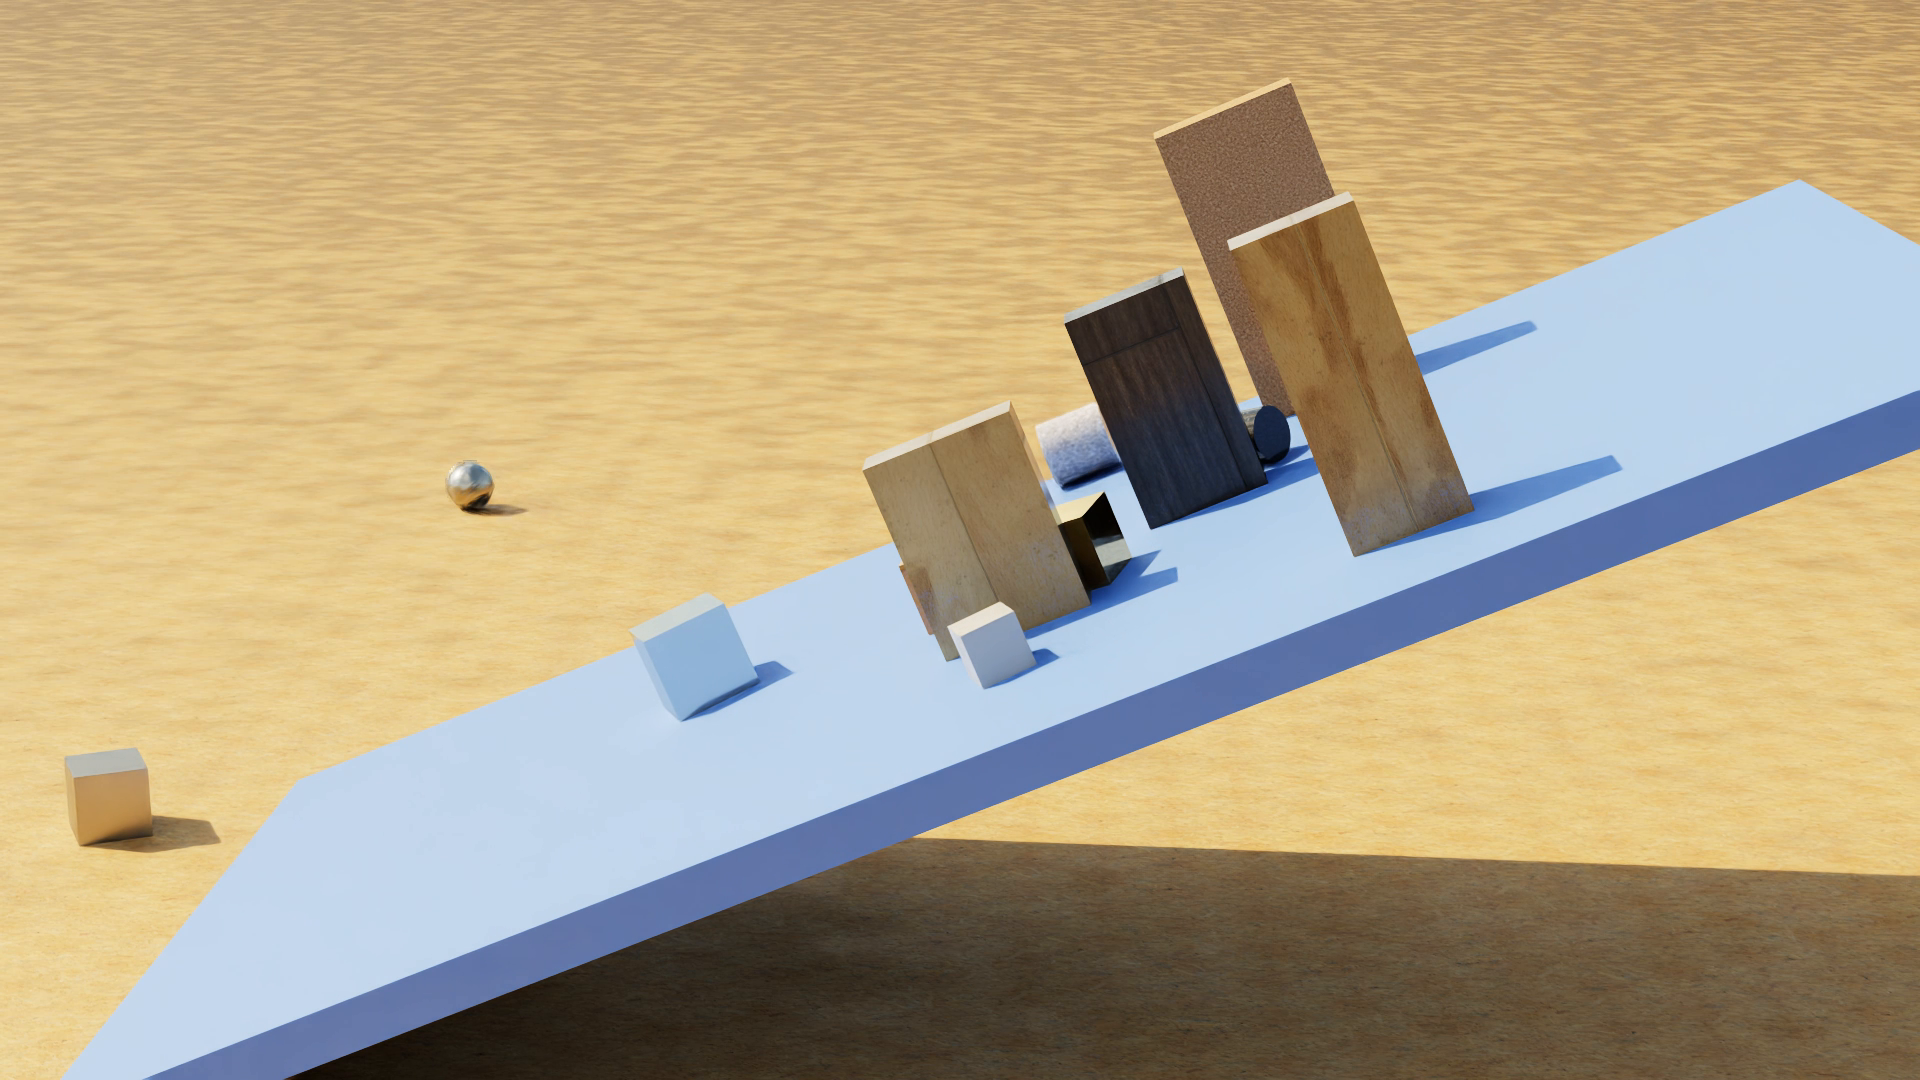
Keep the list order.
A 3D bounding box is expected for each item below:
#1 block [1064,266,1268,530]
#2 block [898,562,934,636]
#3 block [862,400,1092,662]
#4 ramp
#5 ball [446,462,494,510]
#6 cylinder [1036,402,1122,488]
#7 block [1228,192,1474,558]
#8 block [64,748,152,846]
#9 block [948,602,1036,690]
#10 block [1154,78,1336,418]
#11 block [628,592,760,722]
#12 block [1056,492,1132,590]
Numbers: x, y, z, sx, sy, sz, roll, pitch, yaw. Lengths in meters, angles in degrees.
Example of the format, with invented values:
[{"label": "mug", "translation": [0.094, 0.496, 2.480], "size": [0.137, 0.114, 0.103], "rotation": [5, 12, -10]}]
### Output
[{"label": "block", "translation": [0.444, -0.305, 6.334], "size": [0.272, 0.489, 0.118], "rotation": [-22, 12, 8]}, {"label": "block", "translation": [-0.010, 0.078, 6.311], "size": [0.165, 0.165, 0.165], "rotation": [-20, 13, 15]}, {"label": "block", "translation": [0.037, -0.018, 5.996], "size": [0.320, 0.434, 0.112], "rotation": [-22, 12, 8]}, {"label": "ramp", "translation": [0.128, 0.172, 6.287], "size": [4.000, 0.100, 2.000], "rotation": [-22, 12, 8]}, {"label": "ball", "translation": [-1.781, -0.196, 10.701], "size": [0.170, 0.170, 0.170], "rotation": [0, 14, 0]}, {"label": "cylinder", "translation": [0.287, -0.230, 7.078], "size": [0.160, 0.160, 0.160], "rotation": [-22, 12, 9]}, {"label": "block", "translation": [0.730, -0.308, 5.495], "size": [0.241, 0.628, 0.122], "rotation": [-22, 12, 8]}, {"label": "block", "translation": [-2.143, 0.645, 7.401], "size": [0.180, 0.180, 0.180], "rotation": [-6, 16, -23]}, {"label": "block", "translation": [0.063, 0.206, 5.754], "size": [0.116, 0.116, 0.116], "rotation": [-25, 12, -8]}, {"label": "block", "translation": [0.736, -0.666, 6.792], "size": [0.331, 0.715, 0.124], "rotation": [-22, 12, 8]}, {"label": "block", "translation": [-0.592, 0.258, 6.540], "size": [0.197, 0.197, 0.197], "rotation": [-26, 13, -12]}, {"label": "block", "translation": [0.239, 0.015, 6.141], "size": [0.156, 0.156, 0.156], "rotation": [-17, 14, 26]}]
